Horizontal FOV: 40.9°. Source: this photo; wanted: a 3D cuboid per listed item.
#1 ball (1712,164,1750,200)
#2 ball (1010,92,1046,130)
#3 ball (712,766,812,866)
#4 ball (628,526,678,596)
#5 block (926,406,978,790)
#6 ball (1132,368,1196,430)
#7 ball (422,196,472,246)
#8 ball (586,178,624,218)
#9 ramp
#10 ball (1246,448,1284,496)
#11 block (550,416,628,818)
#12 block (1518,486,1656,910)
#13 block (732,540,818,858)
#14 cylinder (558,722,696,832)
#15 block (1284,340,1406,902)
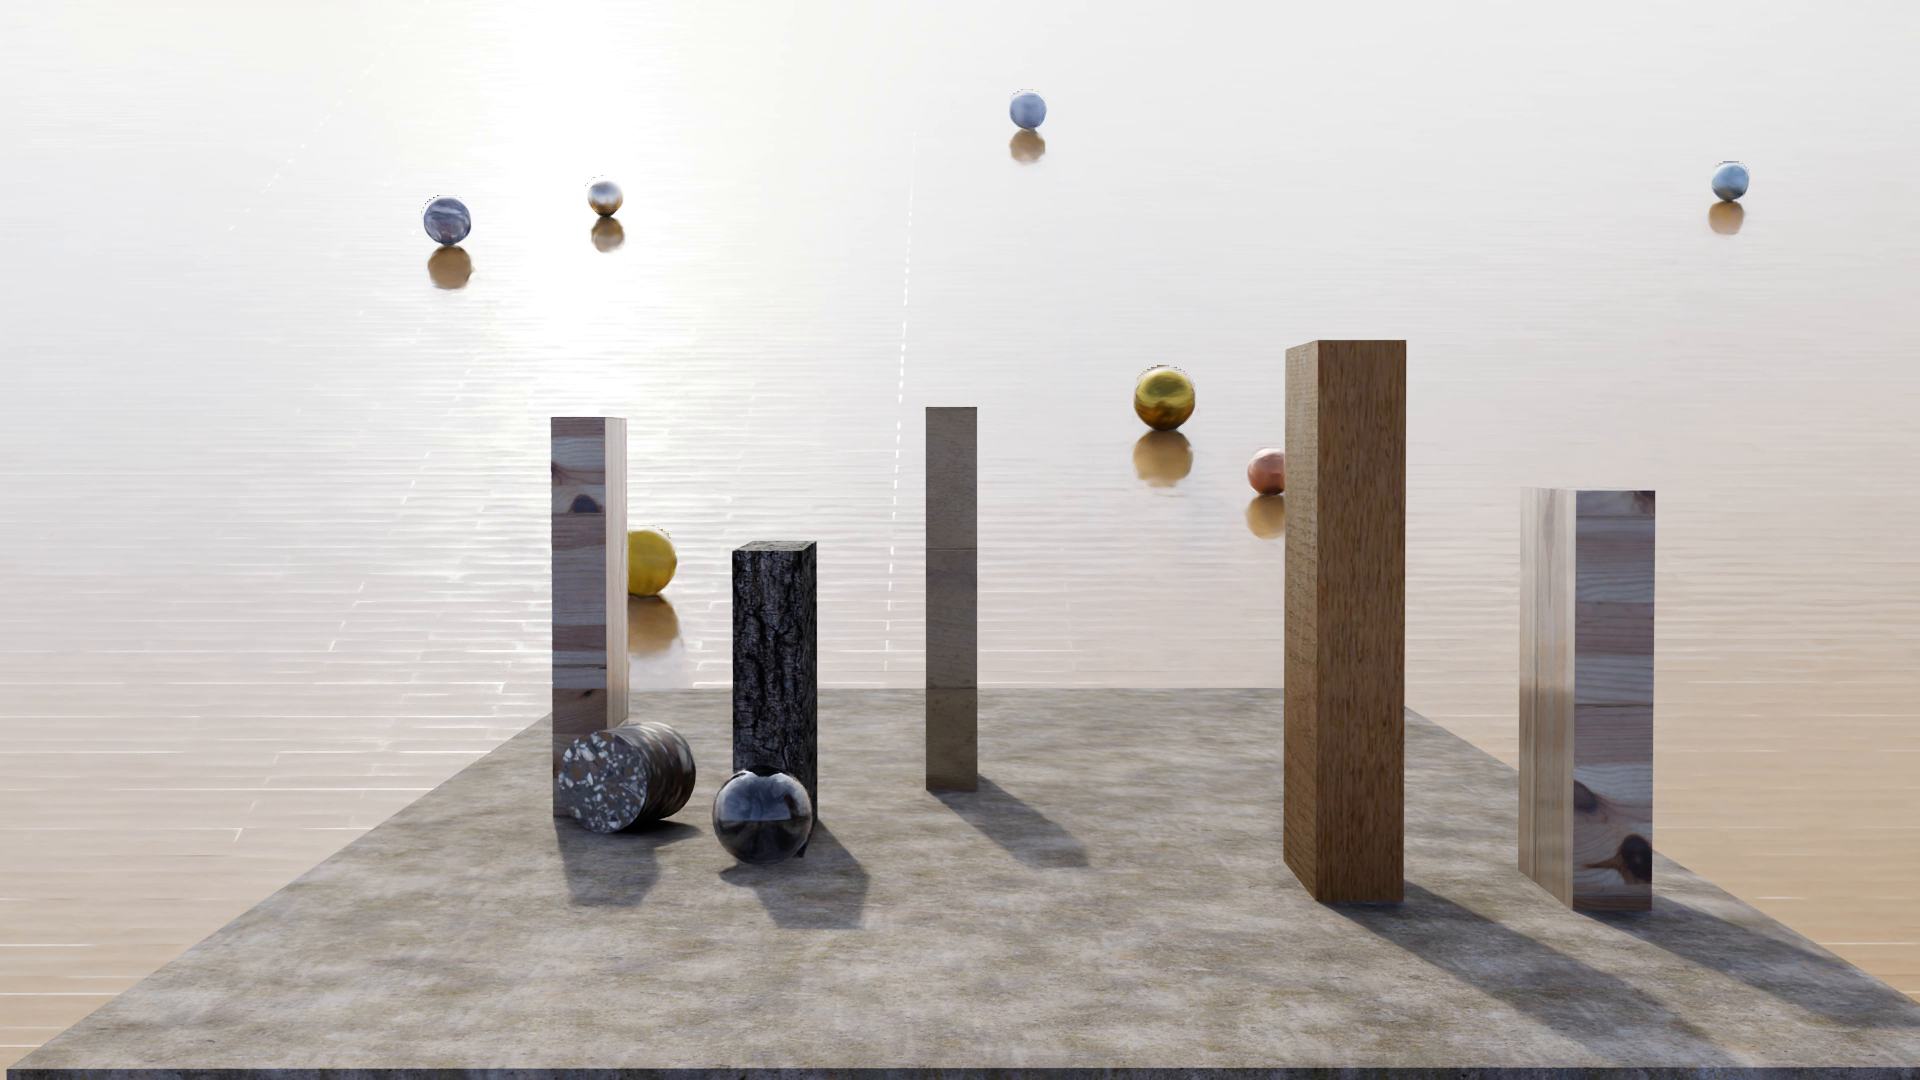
[{"bbox_3d":[3.226,-1.499,10.784,0.155,0.155,0.155,0,24,0],"label":"ball"},{"bbox_3d":[0.311,-1.969,11.817,0.173,0.173,0.173,0,24,0],"label":"ball"},{"bbox_3d":[-0.290,0.404,3.774,0.147,0.147,0.147,0,24,0],"label":"ball"},{"bbox_3d":[-0.894,0.061,7.235,0.199,0.199,0.199,0,24,0],"label":"ball"},{"bbox_3d":[-0.015,0.100,4.719,0.093,0.685,0.252,0,2,0],"label":"block"},{"bbox_3d":[0.666,-0.458,8.390,0.205,0.205,0.205,0,24,0],"label":"ball"},{"bbox_3d":[-2.032,-1.264,10.213,0.191,0.191,0.191,0,24,0],"label":"ball"},{"bbox_3d":[-1.456,-1.405,10.568,0.159,0.159,0.159,0,24,0],"label":"ball"},{"bbox_3d":[0.055,0.499,4.546,2.000,0.100,4.000,0,2,0],"label":"ramp"},{"bbox_3d":[0.953,-0.207,7.899,0.148,0.148,0.148,0,24,0],"label":"ball"},{"bbox_3d":[-0.630,0.123,4.397,0.091,0.664,0.280,0,2,0],"label":"block"},{"bbox_3d":[0.862,0.206,3.561,0.105,0.556,0.331,0,2,0],"label":"block"},{"bbox_3d":[-0.287,0.238,4.046,0.104,0.459,0.409,0,2,0],"label":"block"},{"bbox_3d":[-0.537,0.382,4.168,0.162,0.162,0.162,10,6,22],"label":"cylinder"},{"bbox_3d":[0.539,0.103,3.636,0.119,0.756,0.343,0,2,0],"label":"block"}]
